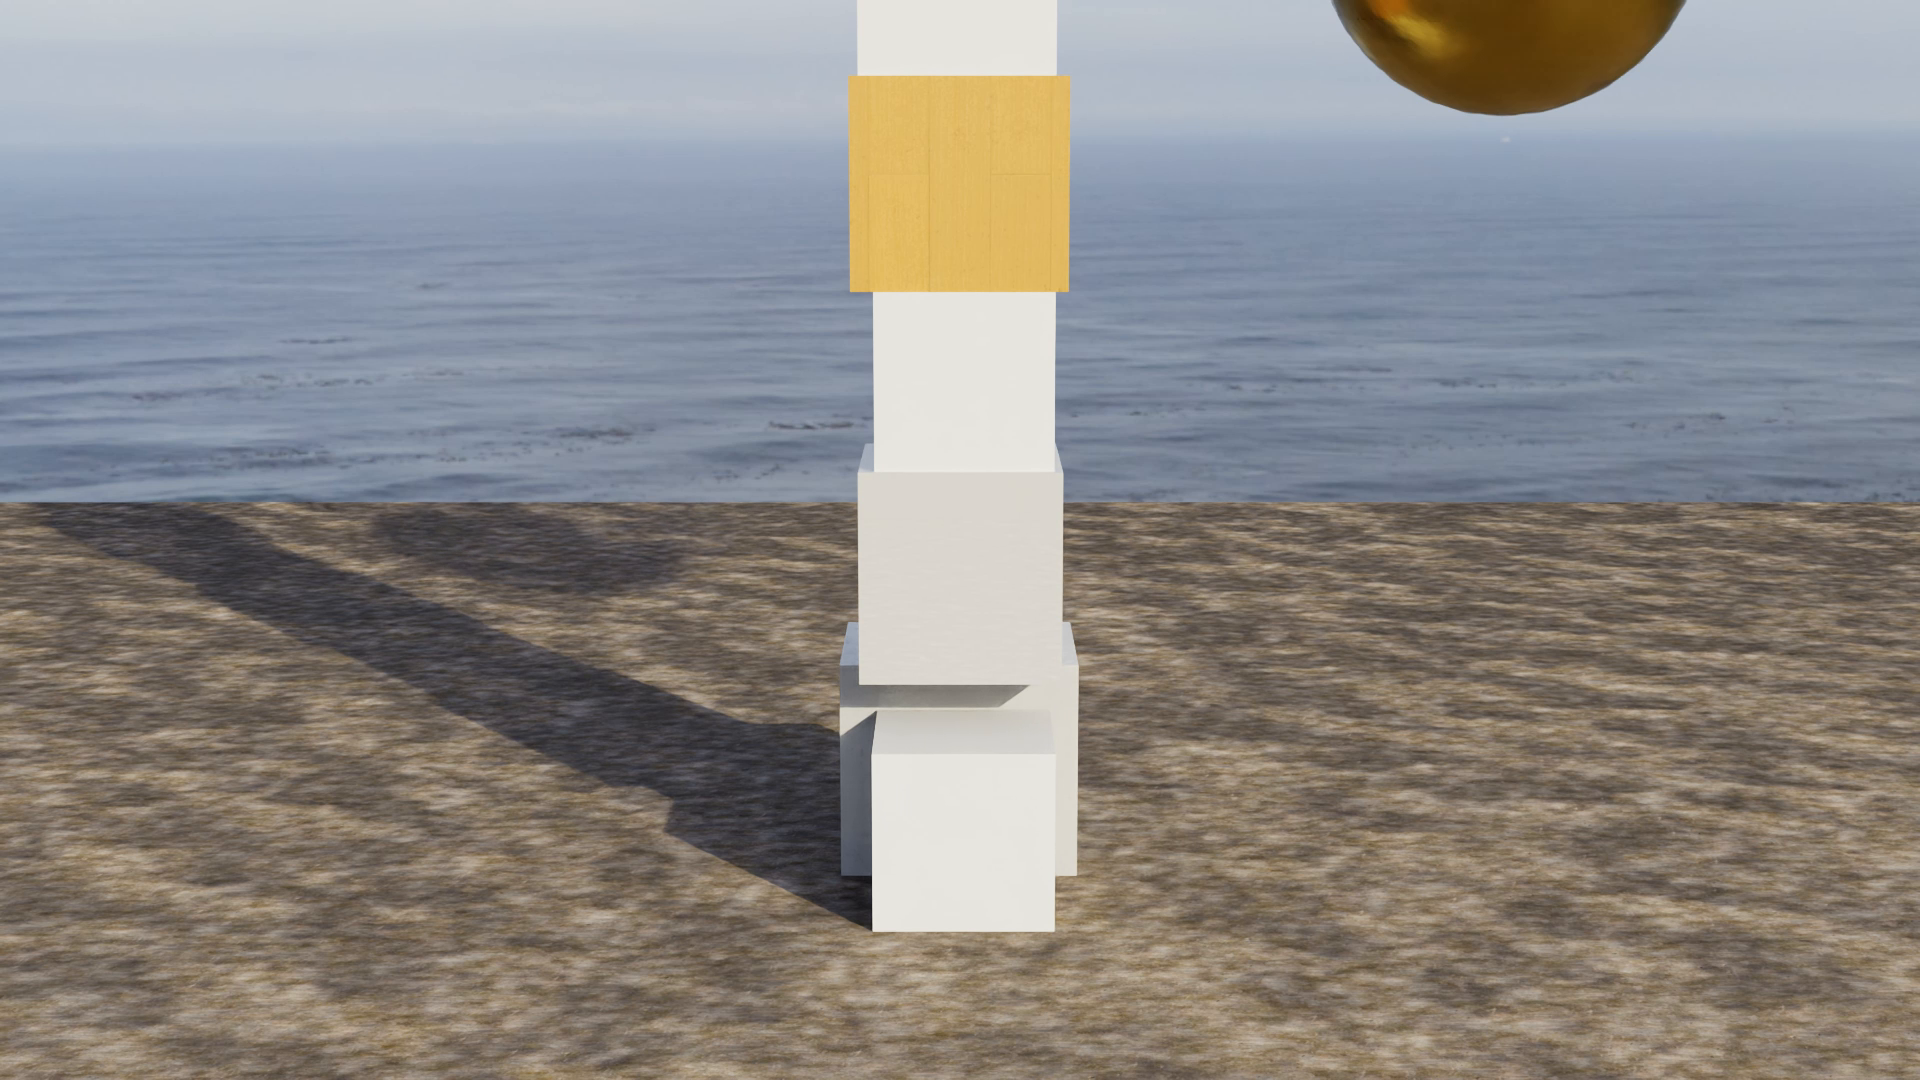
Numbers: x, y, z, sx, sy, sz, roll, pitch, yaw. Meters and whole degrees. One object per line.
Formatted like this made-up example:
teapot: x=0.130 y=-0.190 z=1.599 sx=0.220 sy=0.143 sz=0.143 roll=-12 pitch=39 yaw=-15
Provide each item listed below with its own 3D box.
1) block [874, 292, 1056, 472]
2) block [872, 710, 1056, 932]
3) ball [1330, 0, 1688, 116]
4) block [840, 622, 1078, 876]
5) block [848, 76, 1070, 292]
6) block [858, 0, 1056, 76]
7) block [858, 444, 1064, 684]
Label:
block: x=0.018 y=-0.725 z=11.048 sx=0.753 sy=0.749 sz=0.798 roll=0 pitch=10 yaw=0
block: x=0.015 y=1.184 z=10.935 sx=0.754 sy=0.758 sz=0.743 roll=0 pitch=10 yaw=0
ball: x=2.295 y=-2.580 z=10.711 sx=1.600 sy=1.600 sz=1.600 roll=0 pitch=10 yaw=0
block: x=-0.005 y=0.938 z=11.733 sx=1.045 sy=0.957 sz=0.897 roll=0 pitch=10 yaw=0
block: x=-0.002 y=-1.527 z=10.903 sx=0.904 sy=0.880 sz=0.756 roll=0 pitch=10 yaw=0
block: x=-0.012 y=-2.278 z=10.766 sx=0.813 sy=0.647 sz=0.679 roll=0 pitch=10 yaw=0
block: x=0.002 y=0.088 z=11.196 sx=0.857 sy=0.906 sz=0.868 roll=0 pitch=10 yaw=0
